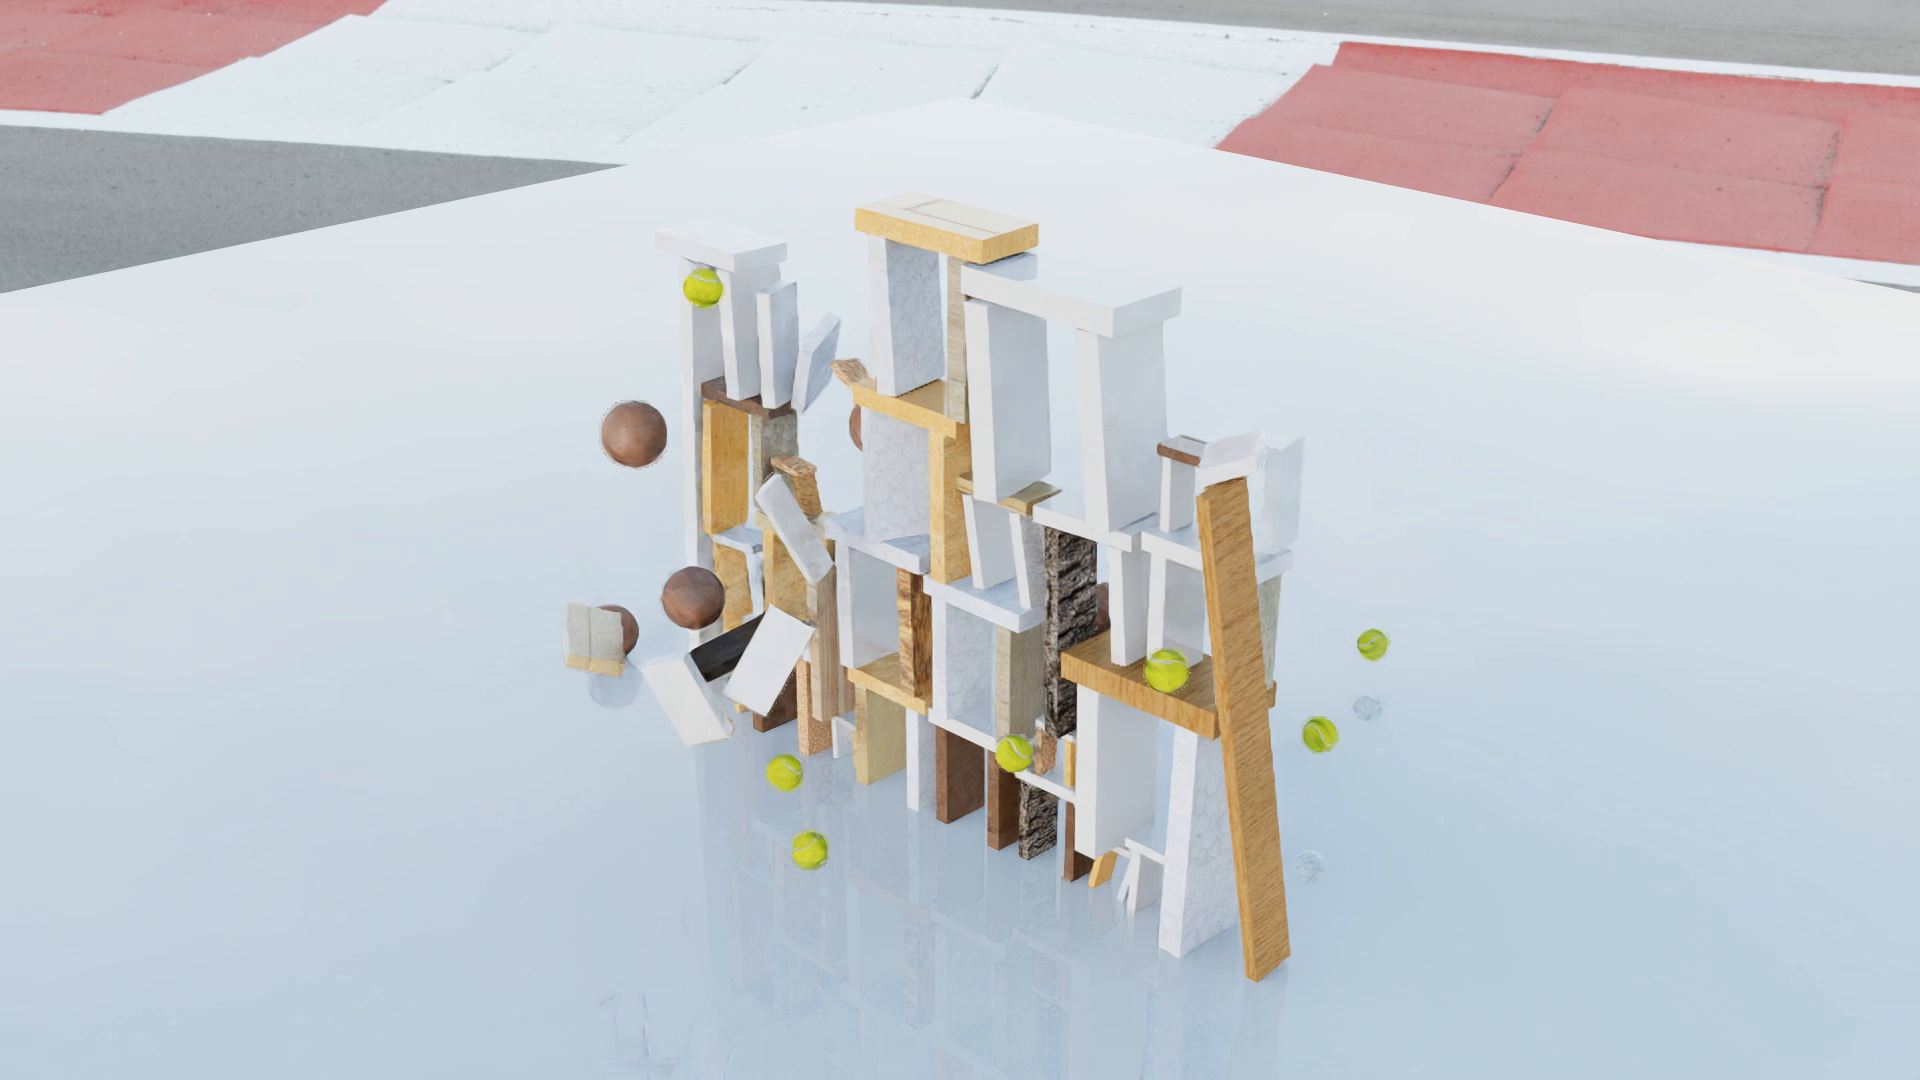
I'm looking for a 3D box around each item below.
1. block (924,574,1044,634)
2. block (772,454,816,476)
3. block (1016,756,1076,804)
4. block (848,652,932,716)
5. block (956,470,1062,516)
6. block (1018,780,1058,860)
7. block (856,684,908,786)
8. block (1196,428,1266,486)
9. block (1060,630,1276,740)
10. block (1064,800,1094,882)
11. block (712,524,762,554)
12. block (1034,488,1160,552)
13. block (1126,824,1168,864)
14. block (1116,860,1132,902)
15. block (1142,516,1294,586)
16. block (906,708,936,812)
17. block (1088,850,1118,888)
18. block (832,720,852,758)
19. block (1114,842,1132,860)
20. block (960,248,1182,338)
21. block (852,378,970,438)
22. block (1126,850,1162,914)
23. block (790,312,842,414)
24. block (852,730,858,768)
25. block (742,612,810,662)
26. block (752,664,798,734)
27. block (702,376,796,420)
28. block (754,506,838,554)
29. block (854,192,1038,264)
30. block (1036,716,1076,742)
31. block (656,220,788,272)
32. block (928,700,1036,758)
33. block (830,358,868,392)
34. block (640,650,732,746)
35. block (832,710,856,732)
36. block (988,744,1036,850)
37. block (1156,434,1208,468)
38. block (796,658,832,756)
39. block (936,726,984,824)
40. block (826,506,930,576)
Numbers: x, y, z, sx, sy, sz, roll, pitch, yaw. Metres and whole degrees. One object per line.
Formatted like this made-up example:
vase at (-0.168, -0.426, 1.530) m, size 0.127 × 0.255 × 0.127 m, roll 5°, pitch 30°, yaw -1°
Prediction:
block at (0.065, 0.103, 4.189) m, size 0.128 × 0.036 × 0.256 m, roll -21°, pitch 31°, yaw -40°
block at (-0.343, -0.154, 4.527) m, size 0.047 × 0.013 × 0.094 m, roll -17°, pitch 28°, yaw -35°
block at (0.198, 0.458, 4.216) m, size 0.169 × 0.024 × 0.085 m, roll 21°, pitch 30°, yaw 40°
block at (-0.110, 0.287, 4.463) m, size 0.113 × 0.032 × 0.227 m, roll -21°, pitch 31°, yaw -41°
block at (0.091, -0.095, 4.090) m, size 0.093 × 0.026 × 0.186 m, roll -22°, pitch 31°, yaw -38°
block at (0.154, 0.533, 4.288) m, size 0.024 × 0.169 × 0.085 m, roll 22°, pitch 31°, yaw 40°
block at (-0.163, 0.385, 4.563) m, size 0.032 × 0.227 × 0.113 m, roll 21°, pitch 31°, yaw 41°
block at (0.442, -0.134, 3.573) m, size 0.094 × 0.027 × 0.188 m, roll -15°, pitch 13°, yaw 16°
block at (0.369, 0.248, 3.922) m, size 0.350 × 0.050 × 0.175 m, roll 21°, pitch 31°, yaw 40°
block at (0.238, 0.562, 4.218) m, size 0.024 × 0.169 × 0.085 m, roll 21°, pitch 30°, yaw 39°
block at (-0.462, -0.003, 4.717) m, size 0.068 × 0.019 × 0.137 m, roll -23°, pitch 28°, yaw -39°
block at (0.251, -0.037, 3.919) m, size 0.221 × 0.031 × 0.111 m, roll 18°, pitch 30°, yaw 38°
block at (0.377, 0.568, 4.055) m, size 0.067 × 0.019 × 0.133 m, roll -21°, pitch 31°, yaw -41°
block at (0.328, 0.633, 4.142) m, size 0.014 × 0.100 × 0.050 m, roll 36°, pitch 39°, yaw 28°
block at (0.439, 0.016, 3.755) m, size 0.236 × 0.033 × 0.118 m, roll 21°, pitch 31°, yaw 40°
block at (-0.056, 0.427, 4.464) m, size 0.032 × 0.227 × 0.113 m, roll 21°, pitch 31°, yaw 41°
block at (0.276, 0.613, 4.187) m, size 0.050 × 0.100 × 0.014 m, roll -21°, pitch 45°, yaw -40°
block at (-0.248, 0.413, 4.667) m, size 0.047 × 0.094 × 0.013 m, roll -21°, pitch 30°, yaw -38°
block at (0.310, 0.572, 4.137) m, size 0.100 × 0.014 × 0.050 m, roll 20°, pitch 30°, yaw 40°
block at (0.191, -0.435, 3.828) m, size 0.179 × 0.051 × 0.357 m, roll -21°, pitch 31°, yaw -40°
block at (-0.059, -0.262, 4.166) m, size 0.274 × 0.039 × 0.137 m, roll 21°, pitch 31°, yaw 39°
block at (0.347, 0.627, 4.112) m, size 0.067 × 0.133 × 0.019 m, roll -21°, pitch 35°, yaw -40°
block at (-0.292, -0.357, 4.439) m, size 0.030 × 0.213 × 0.107 m, roll 31°, pitch 59°, yaw 9°
block at (-0.205, 0.429, 4.628) m, size 0.013 × 0.094 × 0.047 m, roll 18°, pitch 30°, yaw 39°
block at (-0.346, 0.196, 4.675) m, size 0.114 × 0.032 × 0.228 m, roll -21°, pitch 31°, yaw -40°
block at (-0.399, 0.294, 4.776) m, size 0.114 × 0.228 × 0.032 m, roll -21°, pitch 31°, yaw -41°
block at (-0.431, -0.300, 4.567) m, size 0.204 × 0.029 × 0.102 m, roll 21°, pitch 31°, yaw 38°
block at (-0.307, -0.031, 4.535) m, size 0.115 × 0.033 × 0.230 m, roll -21°, pitch 30°, yaw -40°
block at (-0.026, -0.569, 3.992) m, size 0.309 × 0.044 × 0.154 m, roll 20°, pitch 31°, yaw 37°
block at (0.195, 0.354, 4.163) m, size 0.049 × 0.014 × 0.097 m, roll -21°, pitch 31°, yaw -39°
block at (-0.490, -0.604, 4.507) m, size 0.135 × 0.038 × 0.270 m, roll -20°, pitch 29°, yaw -38°
block at (0.051, 0.360, 4.322) m, size 0.215 × 0.030 × 0.108 m, roll 21°, pitch 31°, yaw 40°
block at (-0.193, -0.308, 4.304) m, size 0.064 × 0.018 × 0.128 m, roll -9°, pitch 46°, yaw -42°
block at (-0.503, 0.293, 4.052) m, size 0.094 × 0.187 × 0.027 m, roll -14°, pitch 30°, yaw 24°
block at (-0.230, 0.374, 4.621) m, size 0.047 × 0.013 × 0.094 m, roll -21°, pitch 31°, yaw -37°
block at (0.103, 0.493, 4.323) m, size 0.030 × 0.215 × 0.108 m, roll 21°, pitch 31°, yaw 41°
block at (0.407, -0.146, 3.722) m, size 0.136 × 0.019 × 0.068 m, roll 21°, pitch 31°, yaw 40°
block at (-0.292, 0.336, 4.676) m, size 0.114 × 0.228 × 0.032 m, roll -21°, pitch 31°, yaw -40°
block at (0.001, 0.453, 4.417) m, size 0.108 × 0.215 × 0.030 m, roll -21°, pitch 31°, yaw -41°
block at (-0.126, -0.005, 4.365) m, size 0.135 × 0.038 × 0.271 m, roll -21°, pitch 31°, yaw -40°
